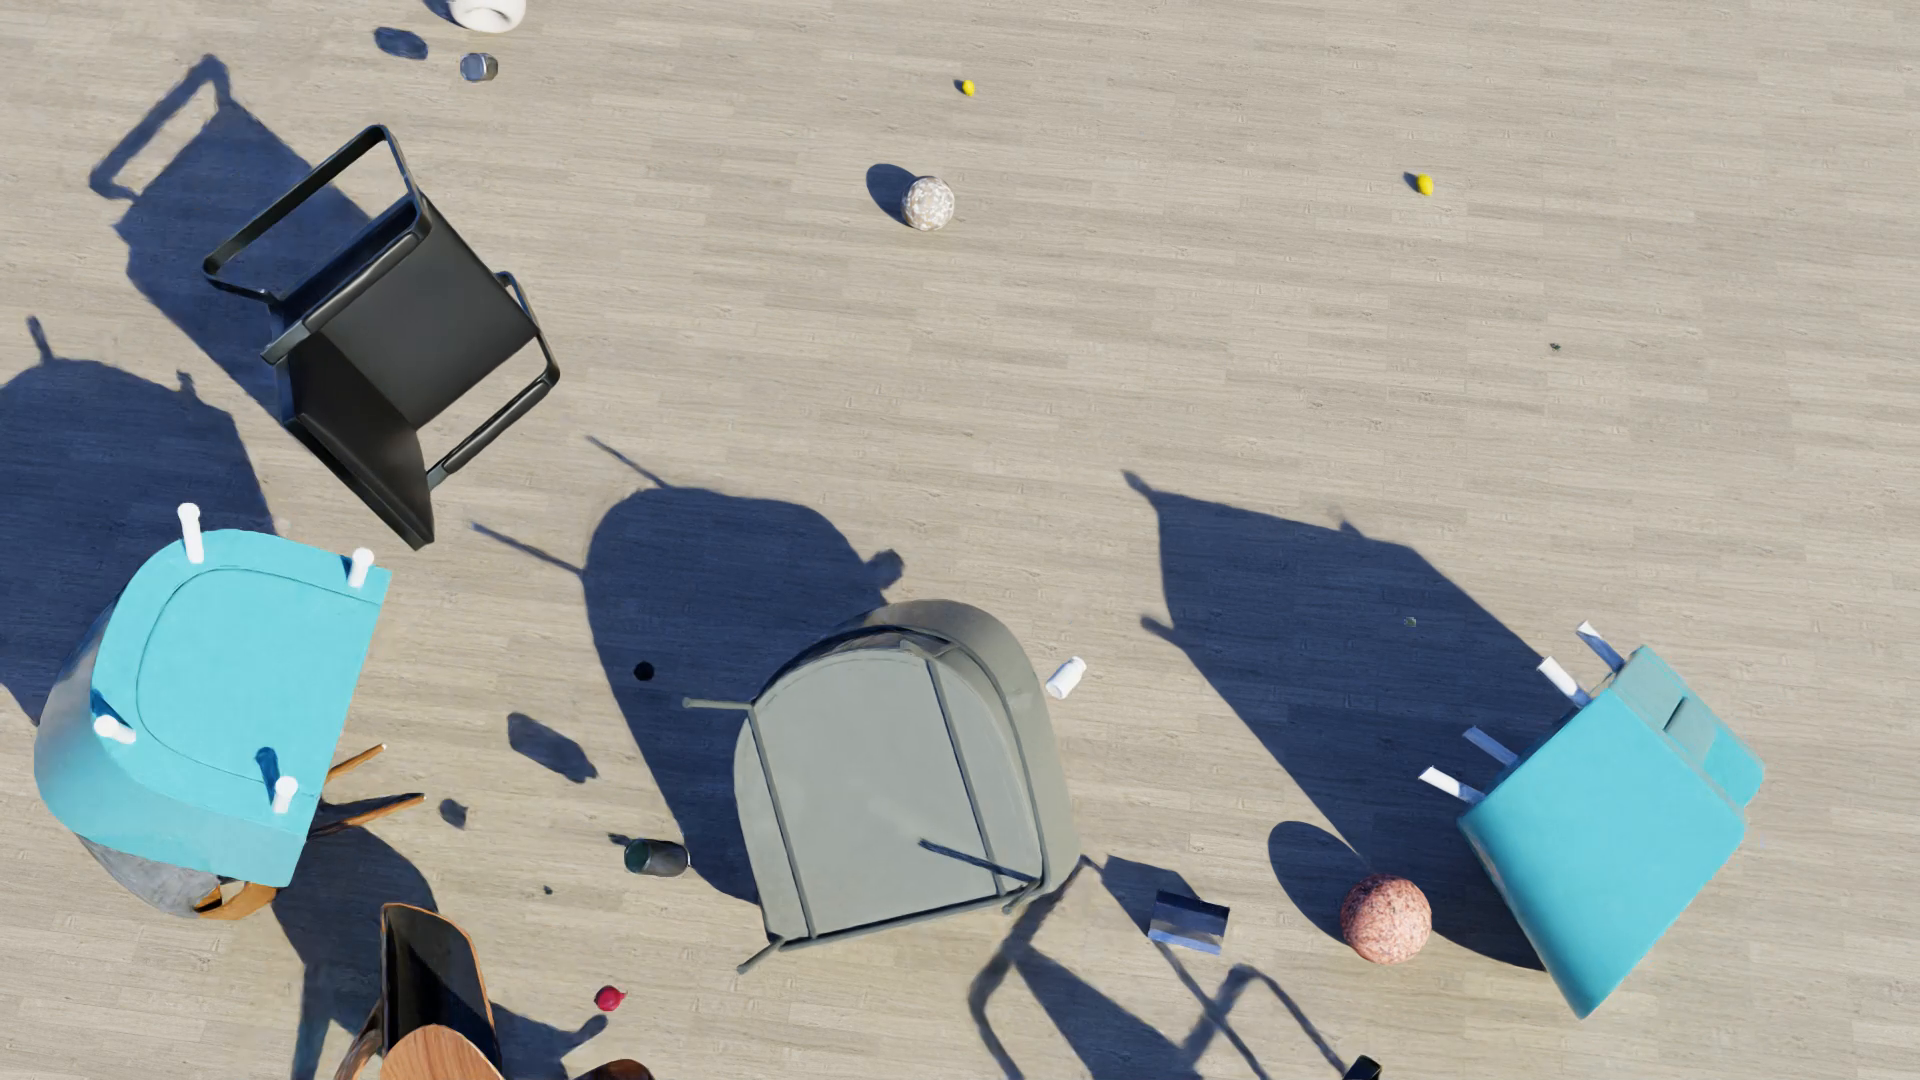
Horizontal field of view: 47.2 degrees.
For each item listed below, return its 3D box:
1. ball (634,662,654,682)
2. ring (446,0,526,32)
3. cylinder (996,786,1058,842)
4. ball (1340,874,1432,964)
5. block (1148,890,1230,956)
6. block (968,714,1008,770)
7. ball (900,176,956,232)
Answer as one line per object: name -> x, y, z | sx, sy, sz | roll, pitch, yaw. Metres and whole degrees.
ball -> -0.897, 0.374, 6.254 | 0.057, 0.057, 0.057 | 0, 56, 0
ring -> -1.653, -1.881, 7.674 | 0.259, 0.284, 0.144 | -13, 72, 37
cylinder -> 0.183, 0.741, 5.958 | 0.131, 0.164, 0.120 | -32, 83, -23
ball -> 1.116, 0.993, 5.765 | 0.237, 0.237, 0.237 | 0, 56, 0
block -> 0.605, 1.013, 5.818 | 0.194, 0.125, 0.085 | 13, 58, 8
block -> 0.077, 0.561, 6.126 | 0.069, 0.111, 0.094 | 26, 56, 16
ball -> -0.107, -1.103, 7.205 | 0.182, 0.182, 0.182 | 0, 56, 0
